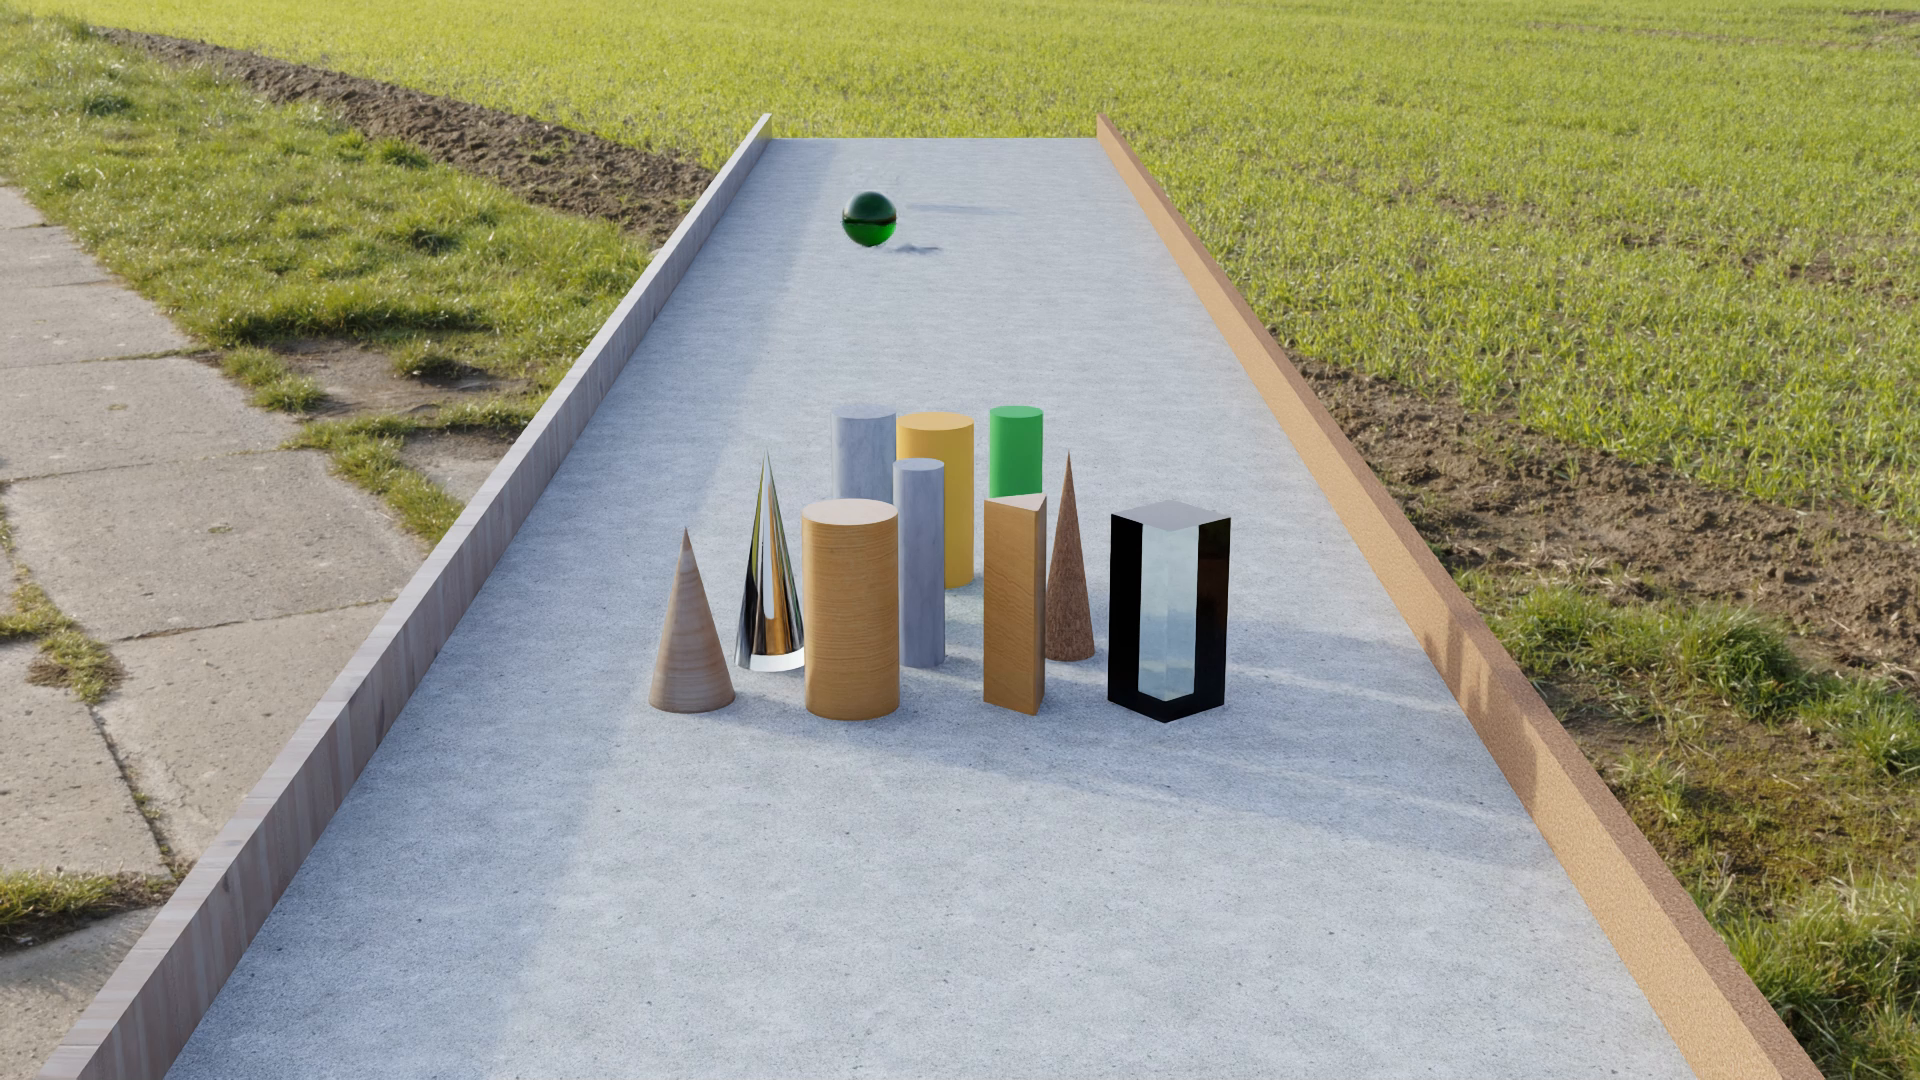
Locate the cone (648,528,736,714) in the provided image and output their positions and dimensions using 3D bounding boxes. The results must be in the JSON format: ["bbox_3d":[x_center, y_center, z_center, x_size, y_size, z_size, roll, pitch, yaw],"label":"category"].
[{"bbox_3d":[-0.513,0.137,4.161,0.167,0.345,0.167,0,17,0],"label":"cone"}]

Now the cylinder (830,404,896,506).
[{"bbox_3d":[-0.201,-0.054,4.627,0.136,0.445,0.136,0,17,0],"label":"cylinder"}]

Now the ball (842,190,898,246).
[{"bbox_3d":[-0.388,-1.382,9.454,0.239,0.239,0.239,0,17,0],"label":"ball"}]

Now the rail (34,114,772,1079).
[{"bbox_3d":[-1.118,-0.838,7.780,0.050,0.150,12.000,0,17,-1],"label":"rail"}]

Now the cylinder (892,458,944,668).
[{"bbox_3d":[-0.081,0.046,4.362,0.101,0.405,0.101,0,17,0],"label":"cylinder"}]

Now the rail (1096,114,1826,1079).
[{"bbox_3d":[0.932,-0.844,7.801,0.050,0.150,12.000,0,17,-1],"label":"rail"}]

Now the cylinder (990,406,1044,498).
[{"bbox_3d":[0.117,-0.056,4.639,0.112,0.442,0.112,0,17,0],"label":"cylinder"}]

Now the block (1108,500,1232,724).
[{"bbox_3d":[0.391,0.132,4.134,0.157,0.371,0.157,-13,21,-37],"label":"block"}]

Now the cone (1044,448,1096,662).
[{"bbox_3d":[0.215,0.023,4.404,0.118,0.425,0.118,0,17,0],"label":"cone"}]

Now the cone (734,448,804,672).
[{"bbox_3d":[-0.379,0.024,4.362,0.154,0.446,0.154,0,17,0],"label":"cone"}]

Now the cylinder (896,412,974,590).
[{"bbox_3d":[-0.056,-0.089,4.890,0.173,0.362,0.173,0,17,0],"label":"cylinder"}]

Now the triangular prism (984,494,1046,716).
[{"bbox_3d":[0.126,0.115,4.140,0.124,0.399,0.107,13,21,38],"label":"triangular prism"}]

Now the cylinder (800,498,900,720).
[{"bbox_3d":[-0.204,0.129,4.126,0.180,0.380,0.180,0,17,0],"label":"cylinder"}]
